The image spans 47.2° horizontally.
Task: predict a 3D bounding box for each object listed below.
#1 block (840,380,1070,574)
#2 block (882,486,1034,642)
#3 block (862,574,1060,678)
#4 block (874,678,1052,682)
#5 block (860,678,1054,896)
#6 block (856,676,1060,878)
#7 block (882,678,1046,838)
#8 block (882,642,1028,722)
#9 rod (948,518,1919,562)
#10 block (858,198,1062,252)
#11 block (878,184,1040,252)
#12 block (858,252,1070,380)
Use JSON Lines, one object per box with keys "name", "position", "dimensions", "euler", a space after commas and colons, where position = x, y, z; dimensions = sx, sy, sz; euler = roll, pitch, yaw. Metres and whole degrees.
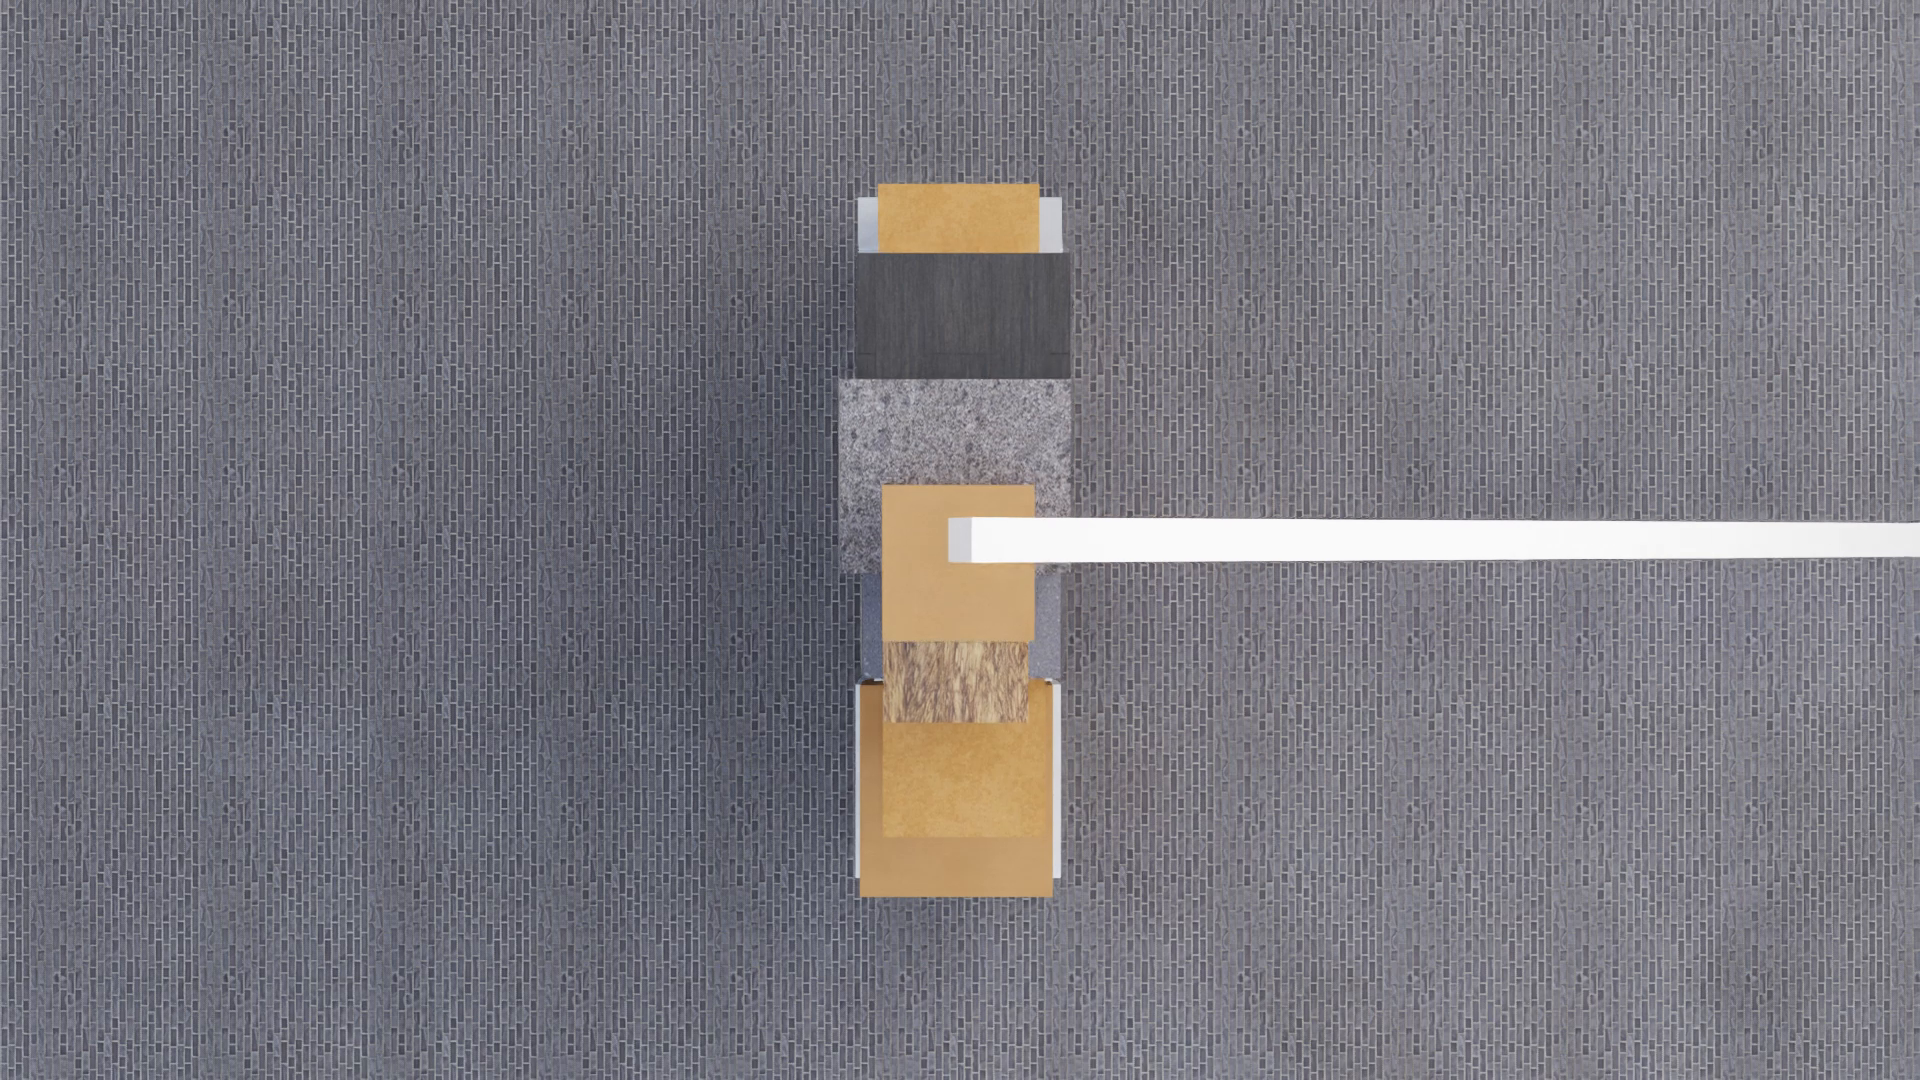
{"name": "block", "position": [-0.018, -0.256, 8.980], "dimensions": [0.894, 0.937, 0.753], "euler": [0, 91, 0]}
{"name": "block", "position": [-0.006, 0.078, 8.218], "dimensions": [0.549, 0.601, 0.564], "euler": [0, 91, 0]}
{"name": "block", "position": [0.007, 0.150, 9.836], "dimensions": [0.851, 0.732, 0.880], "euler": [0, 91, 0]}
{"name": "block", "position": [0.016, 0.254, 11.705], "dimensions": [0.908, 0.935, 0.936], "euler": [0, 90, 0]}
{"name": "block", "position": [-0.017, 1.262, 11.532], "dimensions": [0.970, 0.971, 1.062], "euler": [0, 90, 0]}
{"name": "block", "position": [-0.010, 1.319, 12.509], "dimensions": [1.122, 0.983, 1.057], "euler": [0, 90, 0]}
{"name": "block", "position": [0.017, 0.945, 10.010], "dimensions": [0.713, 0.688, 0.715], "euler": [0, 91, 0]}
{"name": "block", "position": [-0.017, 0.428, 9.214], "dimensions": [0.593, 0.522, 0.624], "euler": [0, 91, 0]}
{"name": "rod", "position": [2.212, 0.000, 5.304], "dimensions": [5.200, 0.080, 0.080], "euler": [0, 90, -32]}
{"name": "block", "position": [0.000, -1.377, 12.427], "dimensions": [1.100, 1.146, 0.941], "euler": [0, 90, 0]}
{"name": "block", "position": [-0.007, -1.394, 11.461], "dimensions": [0.812, 0.787, 0.798], "euler": [0, 90, 0]}
{"name": "block", "position": [0.016, -0.765, 9.813], "dimensions": [0.915, 0.751, 0.949], "euler": [0, 91, 0]}
